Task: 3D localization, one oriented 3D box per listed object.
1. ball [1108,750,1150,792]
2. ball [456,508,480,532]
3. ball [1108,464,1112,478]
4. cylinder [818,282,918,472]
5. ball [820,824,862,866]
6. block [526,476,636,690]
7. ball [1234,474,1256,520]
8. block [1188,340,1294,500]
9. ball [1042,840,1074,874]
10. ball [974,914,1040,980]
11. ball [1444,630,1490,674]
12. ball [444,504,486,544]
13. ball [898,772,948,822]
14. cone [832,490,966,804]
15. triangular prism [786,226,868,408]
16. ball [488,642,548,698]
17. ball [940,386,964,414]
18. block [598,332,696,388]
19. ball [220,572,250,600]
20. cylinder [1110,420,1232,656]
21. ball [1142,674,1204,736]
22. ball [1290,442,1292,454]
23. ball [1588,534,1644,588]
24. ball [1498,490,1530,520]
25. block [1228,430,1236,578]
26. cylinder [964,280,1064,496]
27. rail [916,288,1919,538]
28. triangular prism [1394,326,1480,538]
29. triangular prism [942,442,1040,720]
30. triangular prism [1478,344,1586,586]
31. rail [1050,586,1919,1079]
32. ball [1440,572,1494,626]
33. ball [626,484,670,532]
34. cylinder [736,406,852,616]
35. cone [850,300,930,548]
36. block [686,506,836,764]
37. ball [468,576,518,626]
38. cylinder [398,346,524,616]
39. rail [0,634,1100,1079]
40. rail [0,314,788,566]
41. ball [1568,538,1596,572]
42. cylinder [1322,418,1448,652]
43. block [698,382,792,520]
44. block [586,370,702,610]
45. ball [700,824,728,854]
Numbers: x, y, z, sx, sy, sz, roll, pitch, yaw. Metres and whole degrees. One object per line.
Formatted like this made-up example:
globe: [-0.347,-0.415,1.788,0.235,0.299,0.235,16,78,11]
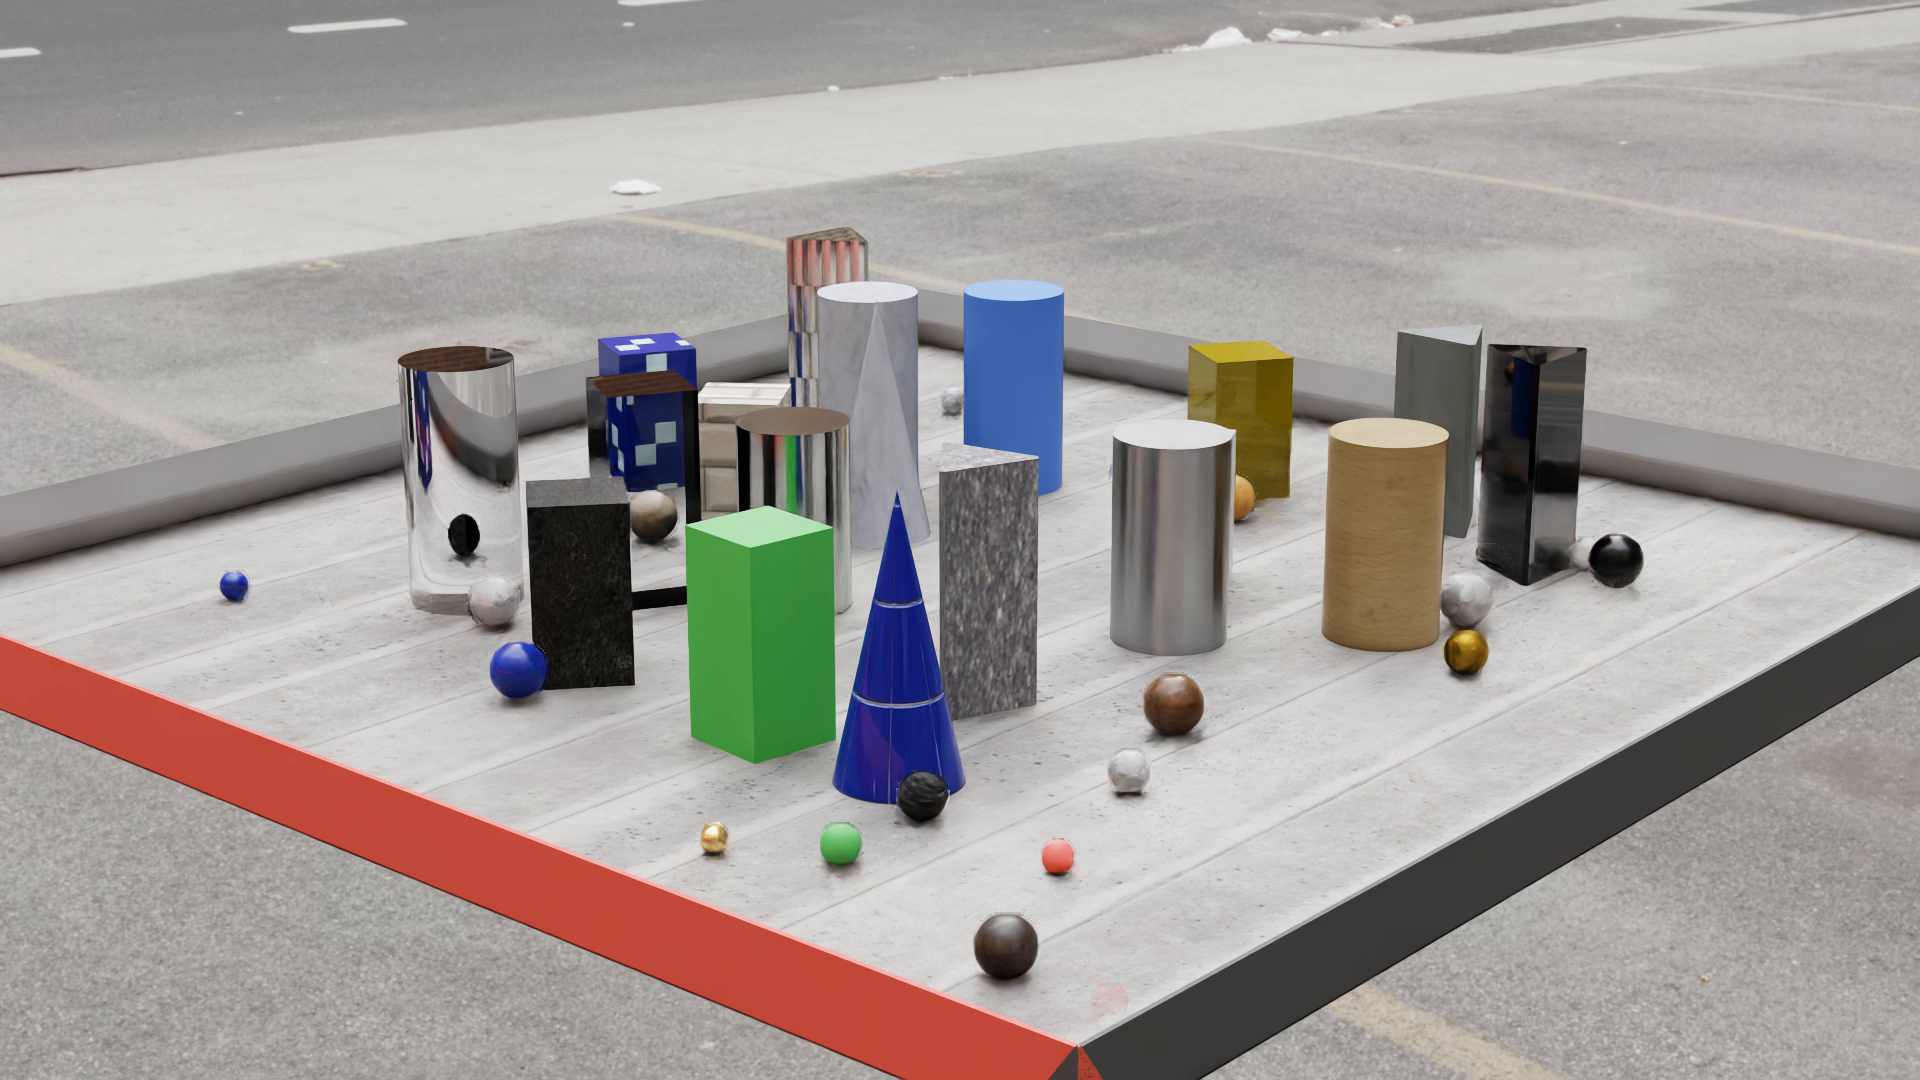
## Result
ball: [0.244,0.334,4.235,0.063,0.063,0.063,0,17,0]
ball: [-0.922,-0.037,5.491,0.046,0.046,0.046,0,17,0]
ball: [0.320,-0.136,5.814,0.050,0.050,0.050,0,17,0]
cylinder: [-0.180,-0.297,5.764,0.196,0.388,0.196,0,17,0]
ball: [-0.162,0.413,3.980,0.057,0.057,0.057,0,17,0]
block: [-0.609,0.068,4.699,0.157,0.303,0.157,-3,17,-9]
ball: [0.517,-0.081,5.568,0.087,0.087,0.087,0,17,0]
block: [0.546,-0.233,5.739,0.157,0.279,0.157,-5,17,-15]
ball: [0.132,0.428,3.953,0.045,0.045,0.045,0,17,0]
ball: [0.057,0.504,3.637,0.082,0.082,0.082,0,17,0]
ball: [0.816,0.180,4.727,0.073,0.073,0.073,0,17,0]
ball: [-0.914,-0.029,5.416,0.075,0.075,0.075,0,17,0]
ball: [-0.053,0.361,4.130,0.070,0.070,0.070,0,17,0]
cone: [-0.089,0.140,4.223,0.196,0.441,0.196,0,17,0]
triangular prism: [-0.249,-0.407,6.020,0.170,0.451,0.147,5,17,15]
ball: [-0.693,0.204,4.598,0.090,0.090,0.090,0,17,0]
ball: [-0.016,-0.304,6.357,0.058,0.058,0.058,0,17,0]
block: [-0.623,-0.264,5.867,0.157,0.264,0.157,-7,18,-21]
ball: [-1.263,0.079,5.100,0.050,0.050,0.050,0,17,0]
cylinder: [0.349,-0.006,4.860,0.196,0.352,0.196,0,17,0]
ball: [0.325,0.250,4.459,0.093,0.093,0.093,0,17,0]
ball: [0.623,-0.185,5.894,0.088,0.088,0.088,0,17,0]
ball: [1.156,0.036,5.166,0.096,0.096,0.096,0,17,0]
ball: [1.052,-0.065,5.569,0.057,0.057,0.057,0,17,0]
block: [0.394,-0.053,5.171,0.157,0.262,0.157,4,17,14]
cylinder: [0.105,-0.299,5.762,0.196,0.392,0.196,0,17,0]
rail: [0.921,-0.274,6.136,2.822,0.127,0.045,14,22,39]
triangular prism: [0.927,-0.212,5.514,0.170,0.369,0.147,16,23,42]
triangular prism: [0.012,0.058,4.564,0.170,0.400,0.147,-9,19,-27]
triangular prism: [0.997,-0.143,5.230,0.147,0.401,0.170,14,22,38]
rail: [1.048,0.294,4.249,0.045,0.127,2.858,14,22,39]
ball: [0.855,0.100,4.957,0.092,0.092,0.092,0,17,0]
ball: [-0.590,-0.060,5.487,0.093,0.093,0.093,0,17,0]
cylinder: [-0.285,-0.046,5.037,0.196,0.327,0.196,0,17,0]
cone: [-0.152,-0.228,5.432,0.196,0.448,0.196,0,17,0]
block: [-0.298,0.140,4.405,0.157,0.335,0.157,-14,22,-40]
ball: [-0.789,0.104,4.961,0.084,0.084,0.084,0,17,0]
cylinder: [-0.858,-0.104,5.053,0.196,0.427,0.196,0,17,0]
rail: [-0.921,0.338,4.104,2.822,0.127,0.045,14,22,39]
rail: [-1.048,-0.231,5.991,0.045,0.127,2.858,14,22,39]
ball: [1.122,0.026,5.259,0.061,0.061,0.061,0,17,0]
cylinder: [0.706,-0.010,4.879,0.196,0.349,0.196,0,17,0]
block: [-0.399,-0.135,5.412,0.157,0.280,0.157,2,17,5]
block: [-0.546,-0.086,5.079,0.157,0.380,0.157,-6,18,-20]
ball: [-0.337,0.410,4.018,0.040,0.040,0.040,0,17,0]
